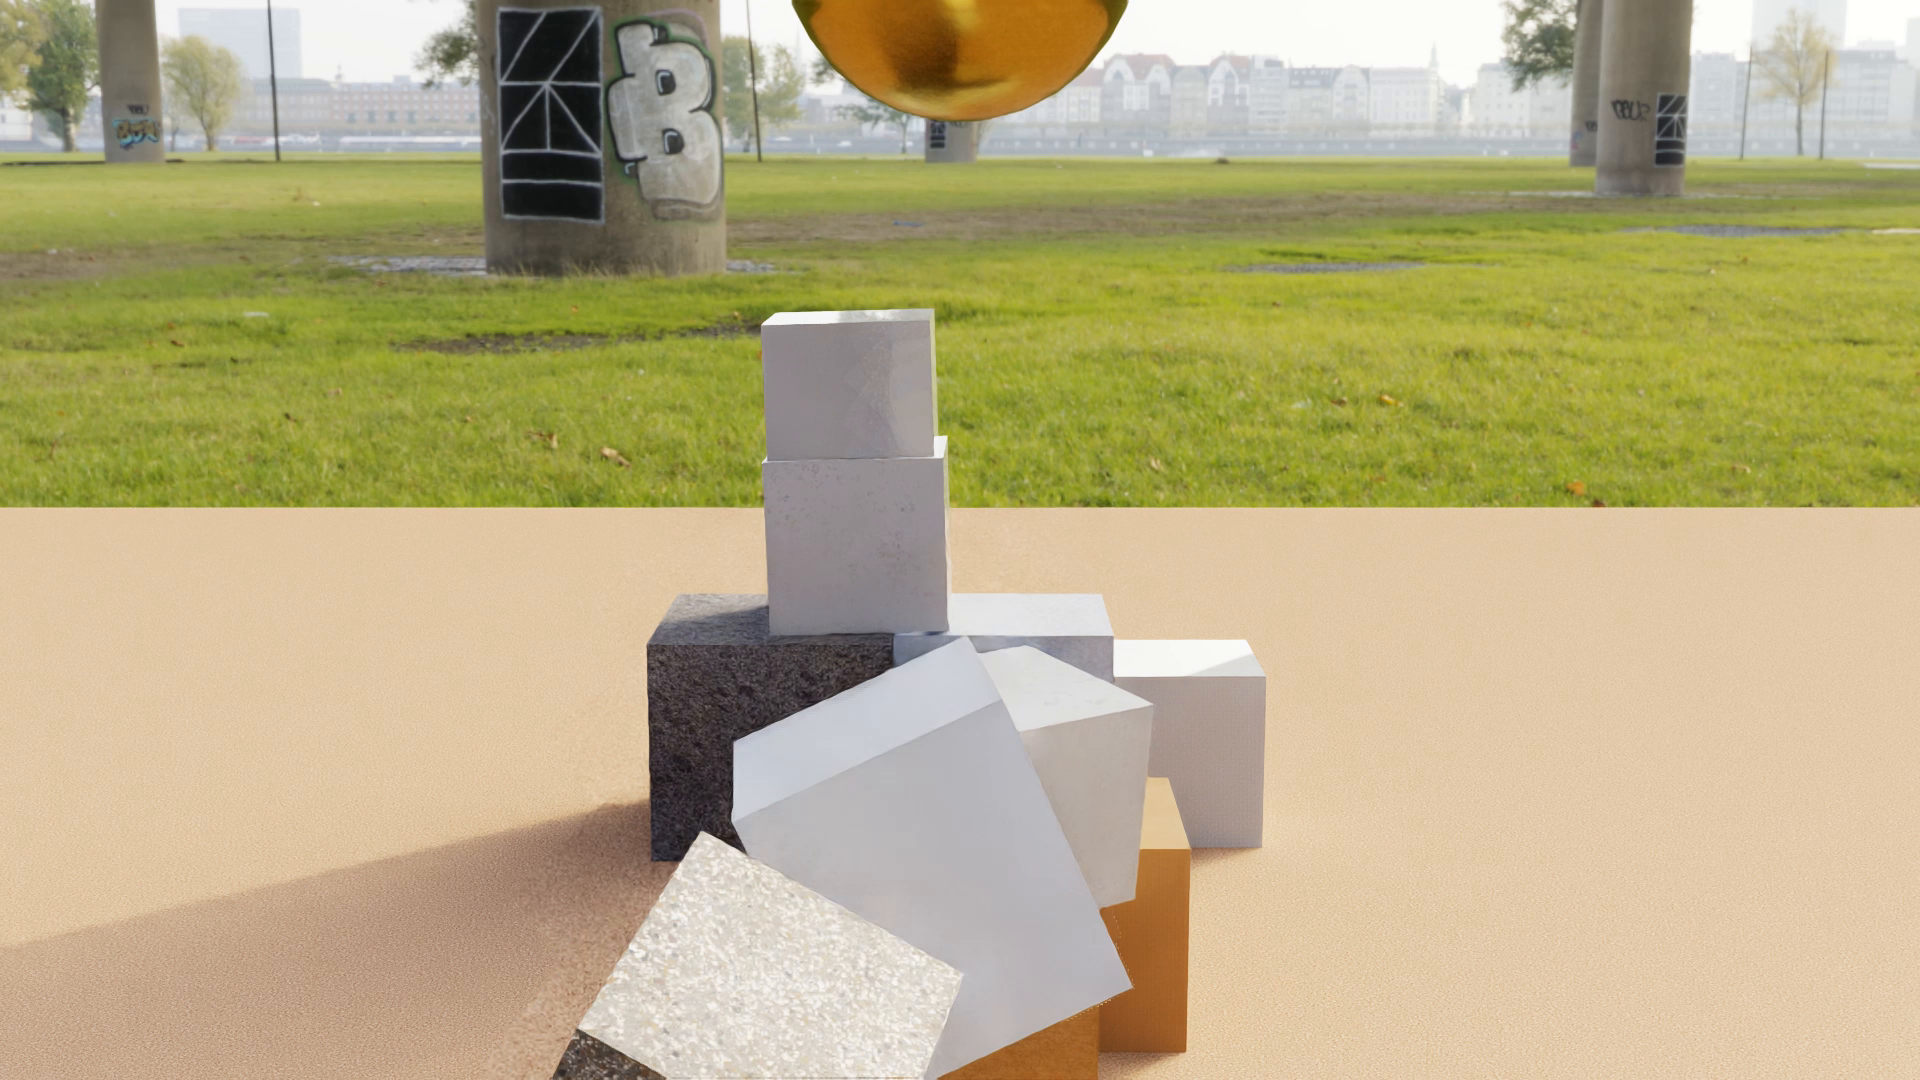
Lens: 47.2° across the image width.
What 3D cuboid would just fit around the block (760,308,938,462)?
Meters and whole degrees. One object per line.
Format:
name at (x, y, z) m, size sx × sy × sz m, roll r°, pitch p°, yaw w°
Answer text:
block at (-0.537, -0.787, 11.022) m, size 0.817 × 0.666 × 0.747 m, roll -2°, pitch 10°, yaw 1°

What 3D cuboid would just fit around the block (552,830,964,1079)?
block at (-0.550, 1.314, 5.096) m, size 0.715 × 0.754 × 0.758 m, roll 29°, pitch 30°, yaw 0°

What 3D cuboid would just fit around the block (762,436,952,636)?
block at (-0.501, -0.035, 11.152) m, size 0.882 × 0.863 × 0.801 m, roll -2°, pitch 10°, yaw 1°

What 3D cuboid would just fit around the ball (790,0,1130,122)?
ball at (0.000, -2.659, 9.699) m, size 1.600 × 1.600 × 1.600 m, roll 0°, pitch 10°, yaw 0°

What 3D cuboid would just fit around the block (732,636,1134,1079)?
block at (-0.111, 0.922, 6.390) m, size 0.790 × 0.890 × 0.941 m, roll -25°, pitch 9°, yaw -2°

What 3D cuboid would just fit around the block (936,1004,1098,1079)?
block at (0.041, 1.724, 7.714) m, size 0.852 × 0.848 × 0.906 m, roll 0°, pitch 10°, yaw 1°

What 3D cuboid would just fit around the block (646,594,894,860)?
block at (-0.926, 0.937, 11.353) m, size 1.189 × 1.094 × 1.214 m, roll 0°, pitch 10°, yaw 0°

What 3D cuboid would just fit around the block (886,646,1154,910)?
block at (0.180, 0.867, 7.791) m, size 0.639 × 0.735 × 0.707 m, roll -8°, pitch 19°, yaw -36°

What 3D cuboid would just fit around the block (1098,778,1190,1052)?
block at (0.417, 1.505, 8.973) m, size 0.934 × 0.828 × 0.958 m, roll 0°, pitch 10°, yaw 0°

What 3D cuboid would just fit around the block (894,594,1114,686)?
block at (0.217, 0.925, 11.366) m, size 1.076 × 1.113 × 1.008 m, roll 0°, pitch 10°, yaw 0°

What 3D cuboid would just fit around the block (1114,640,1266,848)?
block at (1.143, 1.039, 11.382) m, size 0.756 × 0.884 × 0.807 m, roll 0°, pitch 10°, yaw 0°
